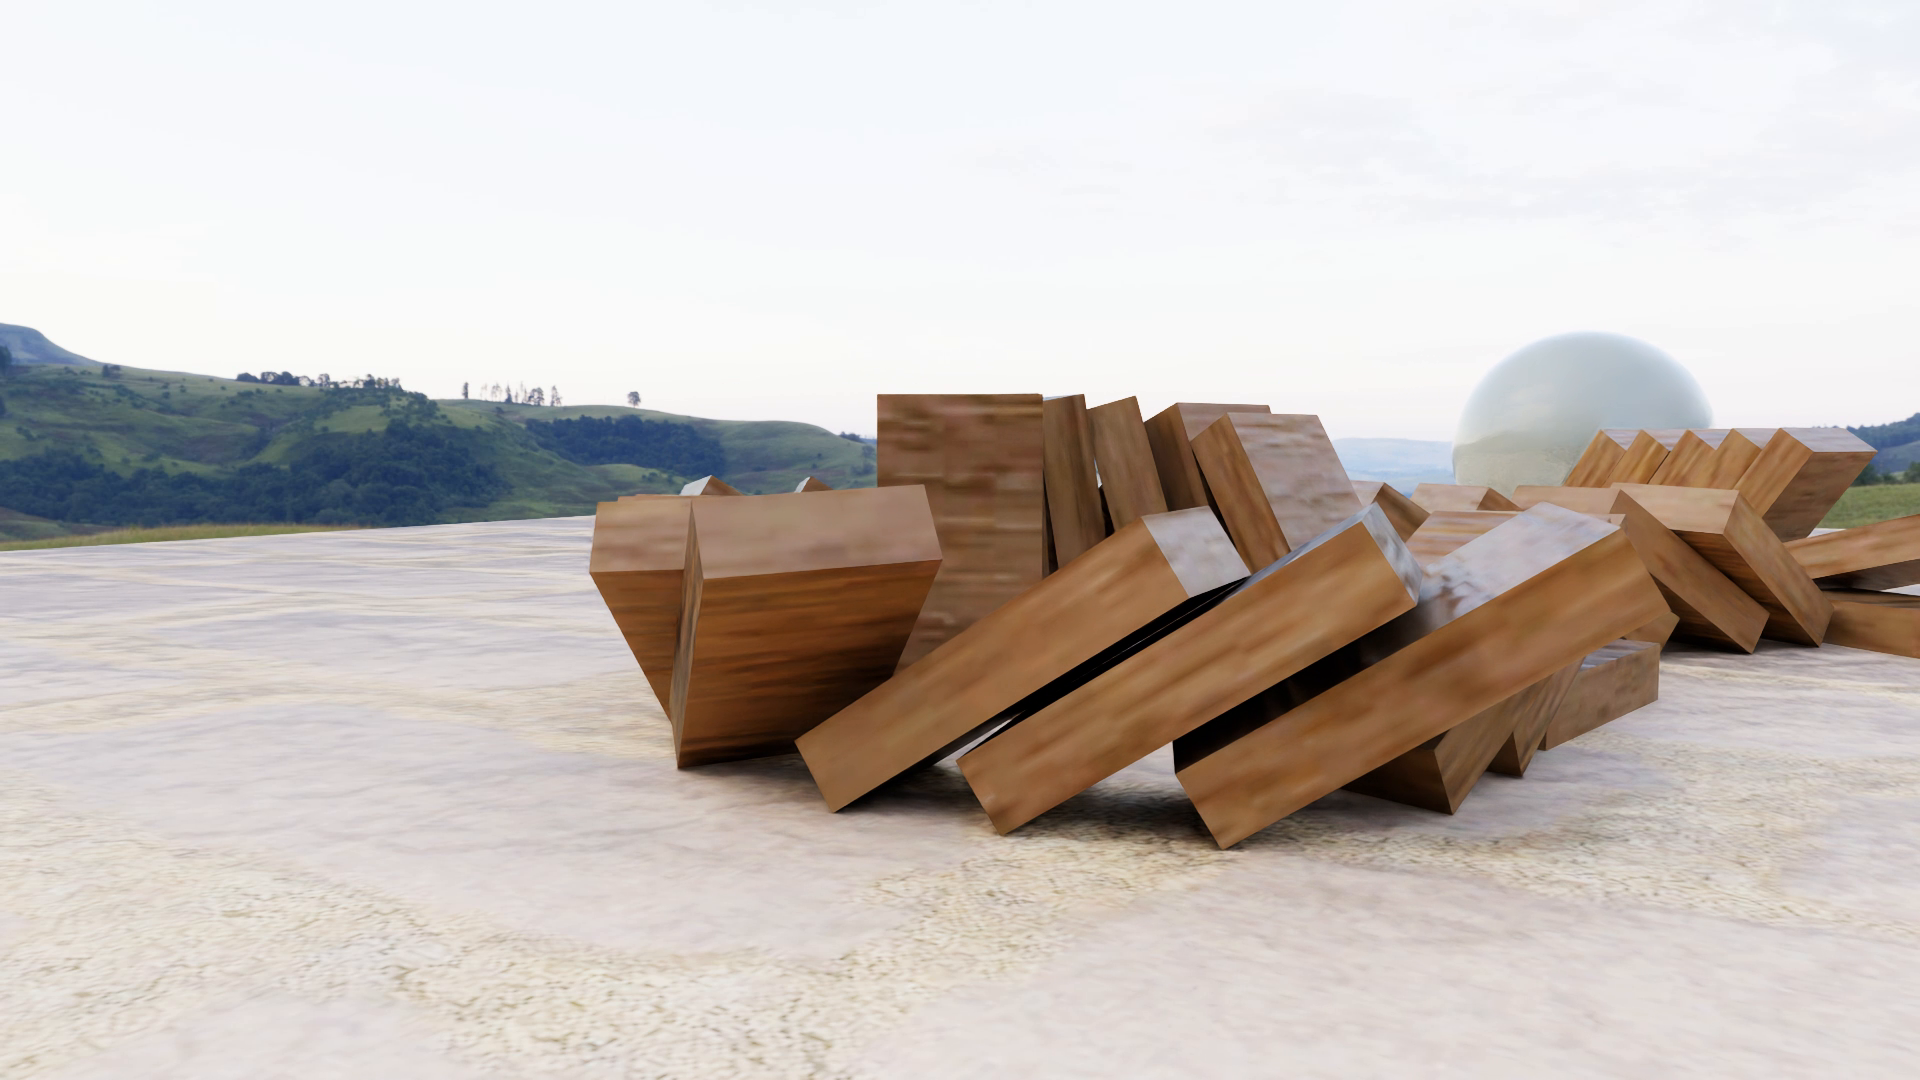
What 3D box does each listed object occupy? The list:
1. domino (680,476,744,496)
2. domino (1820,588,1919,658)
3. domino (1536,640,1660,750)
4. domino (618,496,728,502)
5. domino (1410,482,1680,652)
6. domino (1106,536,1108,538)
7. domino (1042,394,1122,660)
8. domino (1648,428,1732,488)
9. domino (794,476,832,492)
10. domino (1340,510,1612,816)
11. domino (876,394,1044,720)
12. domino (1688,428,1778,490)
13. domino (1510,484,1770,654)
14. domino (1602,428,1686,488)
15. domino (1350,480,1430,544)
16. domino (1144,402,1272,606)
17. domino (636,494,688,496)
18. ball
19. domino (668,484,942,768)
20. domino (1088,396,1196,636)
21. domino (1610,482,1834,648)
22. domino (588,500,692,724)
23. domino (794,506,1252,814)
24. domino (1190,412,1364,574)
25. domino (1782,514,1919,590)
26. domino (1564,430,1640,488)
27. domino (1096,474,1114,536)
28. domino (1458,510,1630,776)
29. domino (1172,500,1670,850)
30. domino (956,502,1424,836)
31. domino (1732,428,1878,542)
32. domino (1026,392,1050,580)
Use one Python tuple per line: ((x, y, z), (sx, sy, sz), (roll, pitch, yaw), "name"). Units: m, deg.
((-0.030, 0.006, 0.242), (0.050, 0.010, 0.025), (32, -13, -18), "domino")
((0.199, 0.018, 0.269), (0.025, 0.009, 0.050), (-1, 4, -14), "domino")
((0.090, 0.023, 0.204), (0.025, 0.009, 0.050), (4, 6, 44), "domino")
((-0.032, 0.010, 0.193), (0.025, 0.009, 0.050), (0, -29, 6), "domino")
((0.117, 0.006, 0.261), (0.050, 0.010, 0.025), (31, -2, -11), "domino")
((0.028, 0.005, 0.256), (0.050, 0.009, 0.025), (35, 1, -6), "domino")
((0.016, 0.000, 0.228), (0.009, 0.050, 0.025), (-12, 8, -19), "domino")
((0.184, -0.005, 0.331), (0.025, 0.050, 0.010), (-2, 40, -27), "domino")
((-0.011, 0.005, 0.251), (0.050, 0.009, 0.025), (32, -7, -10), "domino")
((0.063, 0.014, 0.168), (0.050, 0.009, 0.025), (-39, 27, -32), "domino")
((0.000, 0.002, 0.200), (0.025, 0.050, 0.009), (0, 6, 0), "domino")
((0.189, -0.005, 0.320), (0.025, 0.050, 0.009), (-2, 40, -27), "domino")
((0.138, 0.006, 0.263), (0.050, 0.010, 0.025), (32, -8, -21), "domino")
((0.179, -0.006, 0.341), (0.025, 0.050, 0.009), (-2, 40, -27), "domino")
((0.097, 0.005, 0.259), (0.050, 0.009, 0.025), (33, 0, -8), "domino")
((0.051, 0.001, 0.228), (0.025, 0.050, 0.010), (-3, -18, -38), "domino")
((-0.032, 0.009, 0.214), (0.025, 0.009, 0.050), (2, -28, 22), "domino")
((0.206, -0.029, 0.426), (0.080, 0.080, 0.080), (0, 4, 0), "ball")
((-0.021, 0.012, 0.154), (0.025, 0.010, 0.050), (-5, -30, -18), "domino")
((0.033, 0.000, 0.230), (0.010, 0.050, 0.025), (-16, 3, 7), "domino")
((0.157, 0.005, 0.267), (0.050, 0.009, 0.025), (33, -12, -31), "domino")
((-0.031, 0.011, 0.173), (0.025, 0.010, 0.050), (-2, -29, -1), "domino")
((0.007, 0.014, 0.150), (0.050, 0.010, 0.025), (-35, -11, 24), "domino")
((0.060, 0.002, 0.217), (0.025, 0.050, 0.009), (-3, -26, -39), "domino")
((0.207, 0.004, 0.289), (0.025, 0.009, 0.050), (12, -21, -36), "domino")
((0.173, -0.007, 0.351), (0.025, 0.050, 0.009), (-2, 40, -27), "domino")
((0.045, 0.005, 0.257), (0.050, 0.009, 0.025), (35, 1, -6), "domino")
((0.076, 0.013, 0.185), (0.025, 0.009, 0.050), (3, 33, 43), "domino")
((0.048, 0.014, 0.142), (0.050, 0.009, 0.025), (-32, 2, 11), "domino")
((0.026, 0.014, 0.142), (0.050, 0.009, 0.025), (-34, -7, 21), "domino")
((0.193, -0.004, 0.309), (0.025, 0.050, 0.009), (-2, 40, -27), "domino")
((0.001, 0.001, 0.217), (0.025, 0.050, 0.010), (3, 13, 31), "domino")
